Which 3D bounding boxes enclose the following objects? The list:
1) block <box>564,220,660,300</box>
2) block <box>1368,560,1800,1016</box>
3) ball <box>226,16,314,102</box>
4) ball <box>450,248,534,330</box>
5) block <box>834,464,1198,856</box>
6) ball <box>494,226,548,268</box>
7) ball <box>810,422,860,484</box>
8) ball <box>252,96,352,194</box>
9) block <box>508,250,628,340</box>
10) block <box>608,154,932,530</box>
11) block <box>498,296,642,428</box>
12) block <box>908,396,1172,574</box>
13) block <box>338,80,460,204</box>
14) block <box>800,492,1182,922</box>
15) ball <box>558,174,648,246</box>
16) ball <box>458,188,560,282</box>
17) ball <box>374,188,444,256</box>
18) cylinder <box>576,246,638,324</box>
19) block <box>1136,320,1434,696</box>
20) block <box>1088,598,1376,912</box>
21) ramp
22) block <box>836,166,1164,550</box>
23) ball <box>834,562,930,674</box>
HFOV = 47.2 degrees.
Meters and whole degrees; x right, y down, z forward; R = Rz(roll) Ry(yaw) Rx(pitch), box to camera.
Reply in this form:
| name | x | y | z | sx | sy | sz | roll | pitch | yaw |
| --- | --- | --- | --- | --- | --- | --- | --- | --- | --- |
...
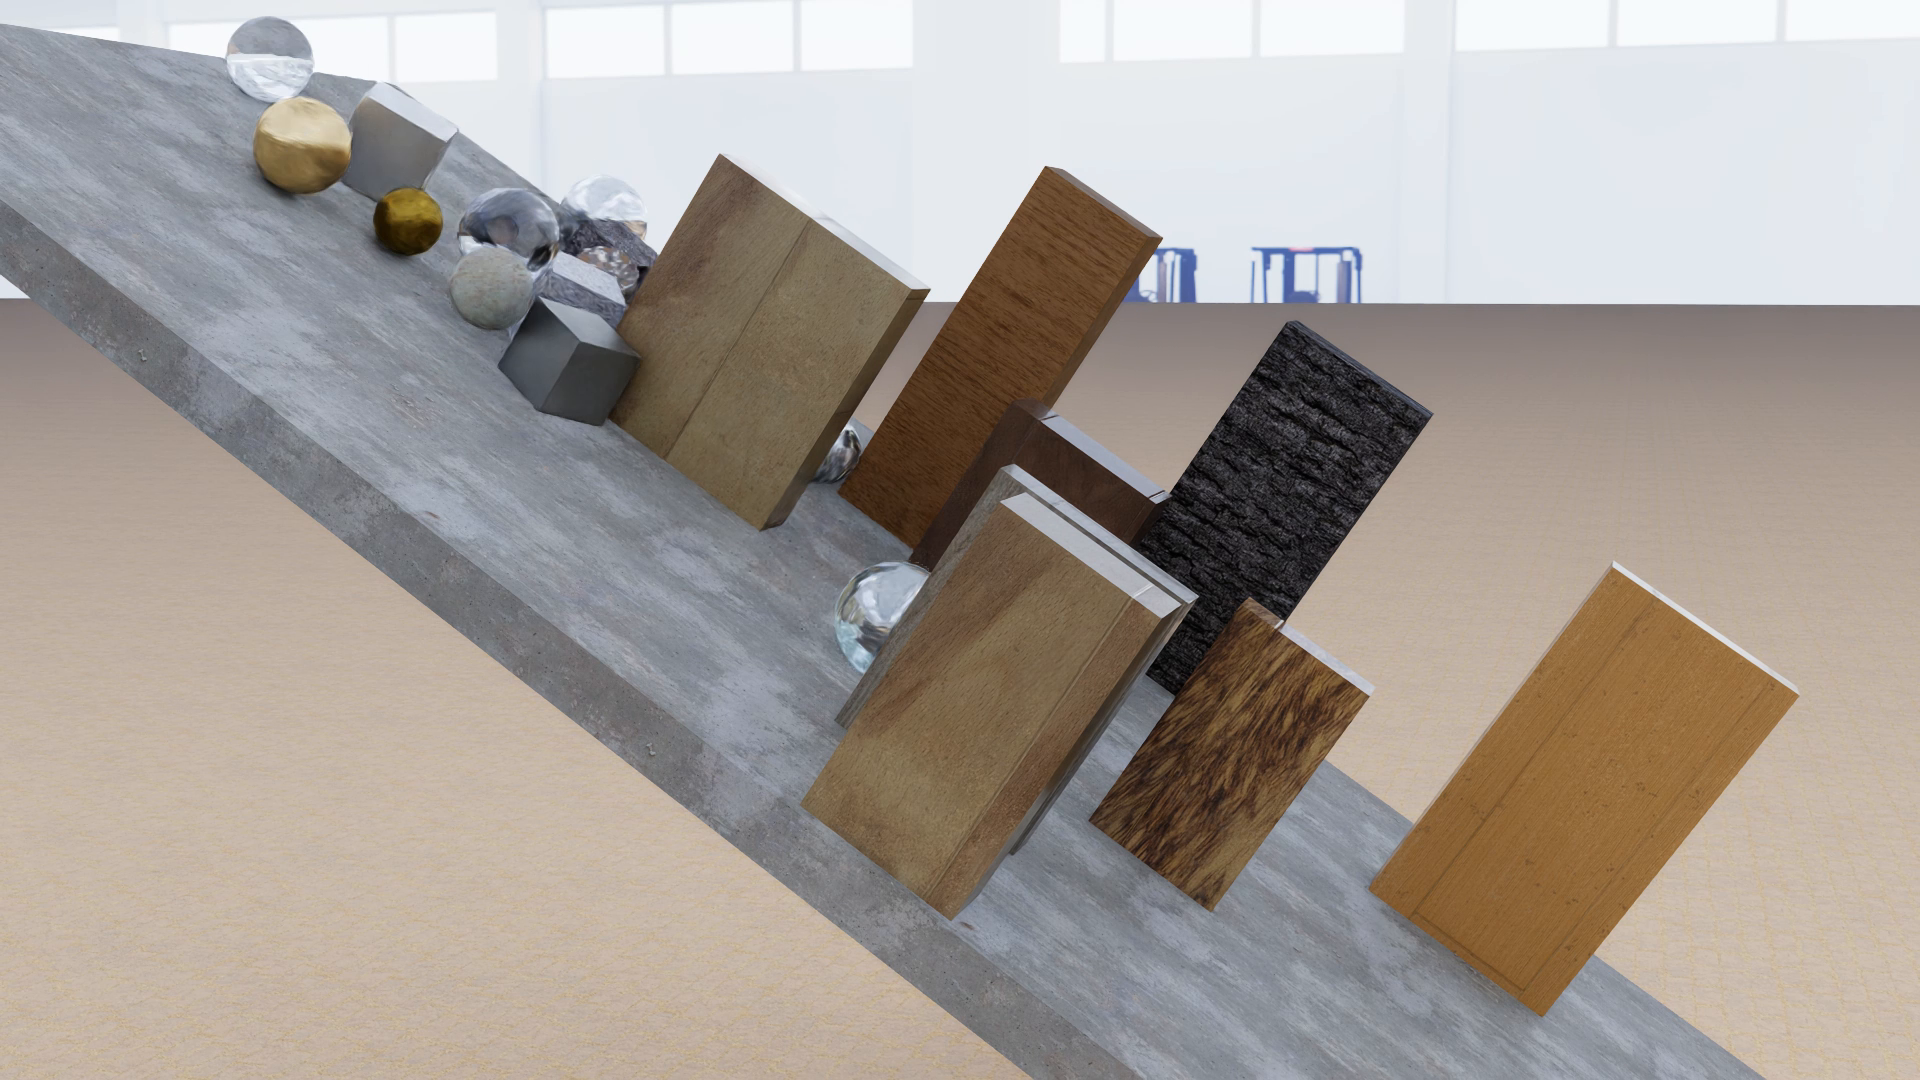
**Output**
| name | x | y | z | sx | sy | sz | roll | pitch | yaw |
| --- | --- | --- | --- | --- | --- | --- | --- | --- | --- |
| block | -0.740 | -0.561 | 4.647 | 0.159 | 0.159 | 0.159 | 41 | 18 | 13 |
| block | 1.172 | 0.475 | 4.172 | 0.401 | 0.780 | 0.095 | 36 | 15 | 10 |
| ball | -1.443 | -1.005 | 4.601 | 0.177 | 0.177 | 0.177 | 0 | 7 | 0 |
| ball | -0.845 | -0.453 | 3.967 | 0.149 | 0.149 | 0.149 | 0 | 7 | 0 |
| block | 0.083 | 0.185 | 3.411 | 0.352 | 0.489 | 0.080 | 36 | 15 | 10 |
| ball | -0.900 | -0.588 | 4.515 | 0.114 | 0.114 | 0.114 | 0 | 7 | 0 |
| ball | -0.276 | -0.186 | 4.485 | 0.146 | 0.146 | 0.146 | 0 | 7 | 0 |
| ball | -1.249 | -0.748 | 4.175 | 0.182 | 0.182 | 0.182 | 0 | 7 | 0 |
| block | -0.767 | -0.447 | 4.263 | 0.162 | 0.162 | 0.162 | 25 | 17 | -28 |
| block | -0.386 | -0.366 | 4.075 | 0.441 | 0.534 | 0.116 | 36 | 15 | 10 |
| block | -0.712 | -0.324 | 4.009 | 0.153 | 0.153 | 0.153 | 44 | 18 | 34 |
| block | 0.128 | 0.012 | 4.121 | 0.326 | 0.446 | 0.148 | 36 | 15 | 10 |
| block | -1.165 | -0.803 | 4.513 | 0.182 | 0.182 | 0.182 | 30 | 16 | -13 |
| block | 0.040 | 0.233 | 3.094 | 0.271 | 0.532 | 0.134 | 36 | 15 | 10 |
| ball | -0.804 | -0.721 | 4.954 | 0.202 | 0.202 | 0.202 | 0 | 7 | 0 |
| ball | -0.841 | -0.564 | 4.104 | 0.187 | 0.187 | 0.187 | 0 | 7 | 0 |
| ball | -1.063 | -0.614 | 4.236 | 0.131 | 0.131 | 0.131 | 0 | 7 | 0 |
| cylinder | -0.726 | -0.501 | 4.445 | 0.130 | 0.130 | 0.130 | 11 | 47 | -12 |
| block | 0.620 | -0.040 | 4.638 | 0.346 | 0.781 | 0.147 | 36 | 15 | 10 |
| block | 0.453 | 0.359 | 3.681 | 0.255 | 0.459 | 0.084 | 36 | 15 | 10 |
| ramp | -0.116 | 0.198 | 4.094 | 4.000 | 0.100 | 2.000 | 36 | 15 | 10 |
| block | 0.078 | -0.351 | 4.473 | 0.252 | 0.794 | 0.143 | 36 | 15 | 10 |
| ball | -0.110 | 0.139 | 3.706 | 0.206 | 0.206 | 0.206 | 0 | 7 | 0 |
